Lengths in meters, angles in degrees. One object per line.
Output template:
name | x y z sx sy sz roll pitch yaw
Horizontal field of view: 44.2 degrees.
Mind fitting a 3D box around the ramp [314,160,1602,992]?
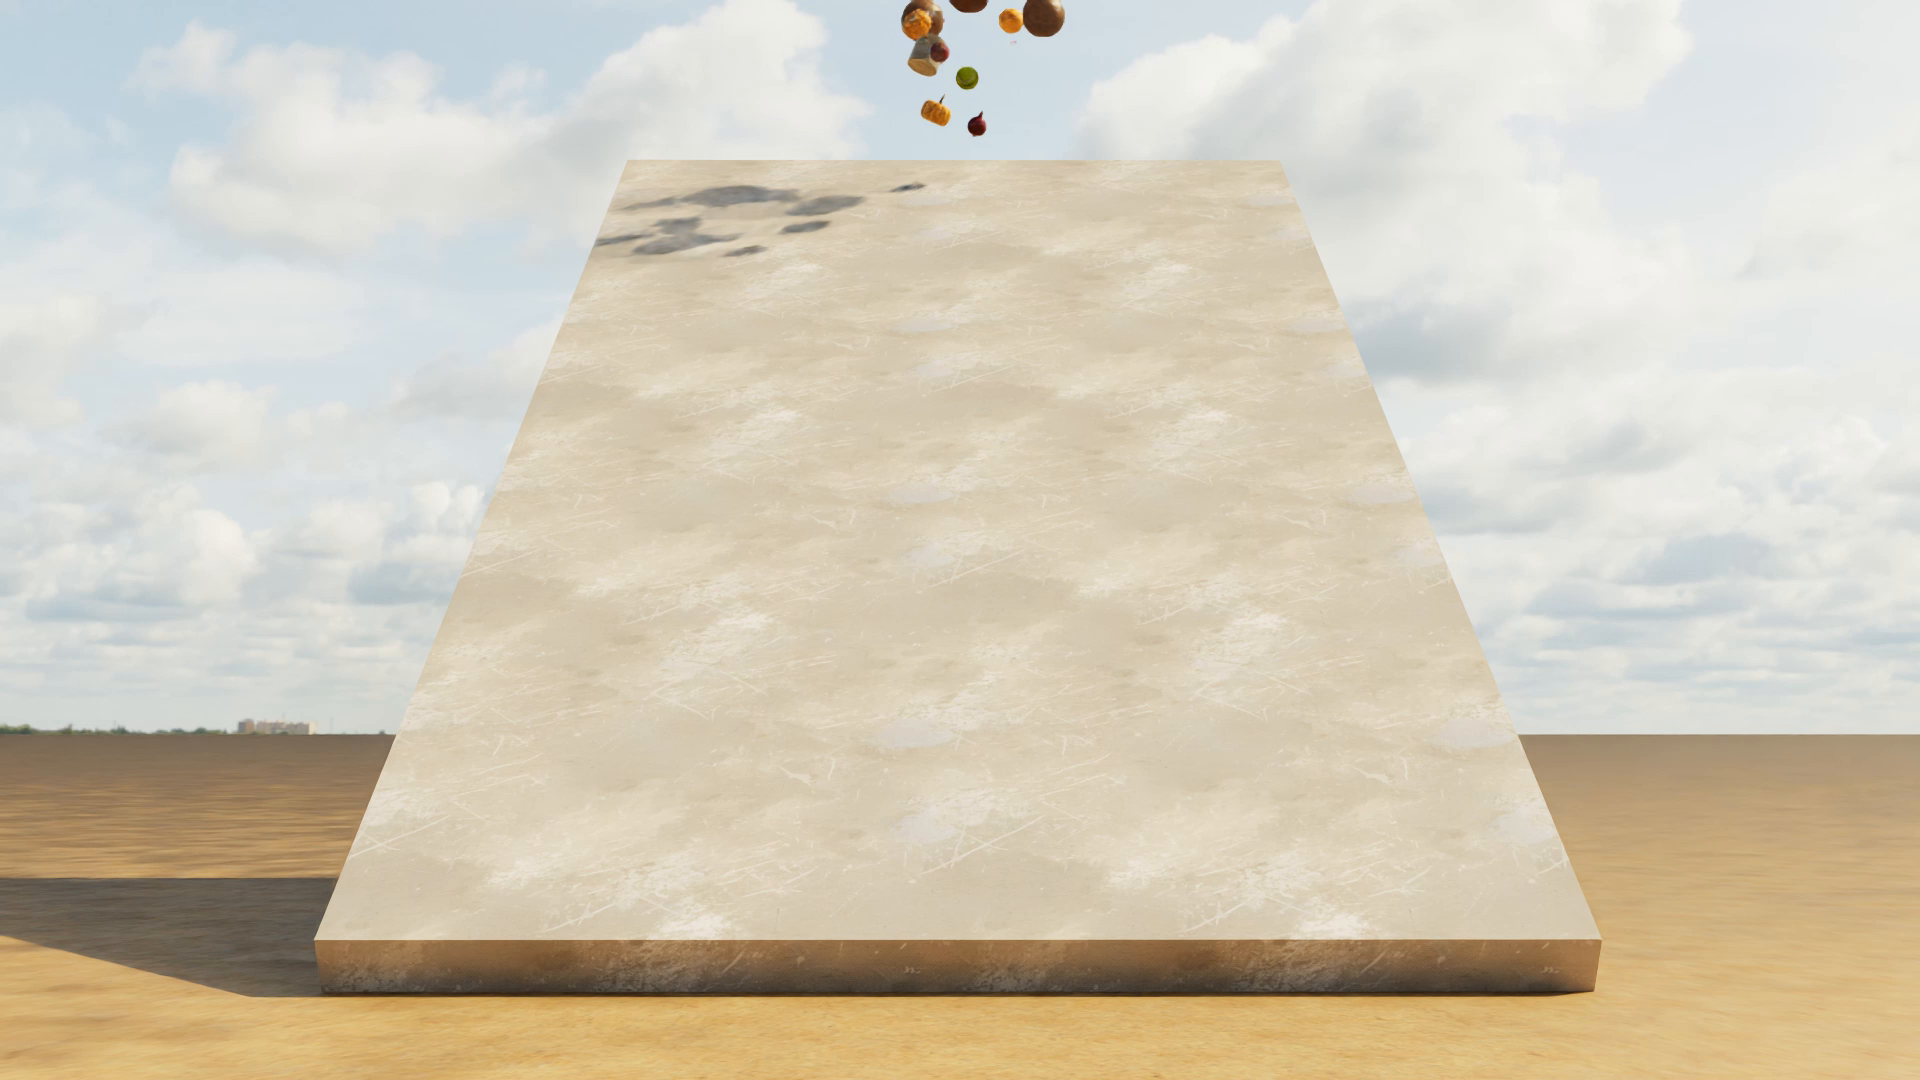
ramp | -0.010 -0.228 5.482 2.000 0.100 4.000 0 27 0

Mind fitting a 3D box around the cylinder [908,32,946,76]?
cylinder | -0.099 -1.460 7.105 0.093 0.093 0.093 19 -16 6
